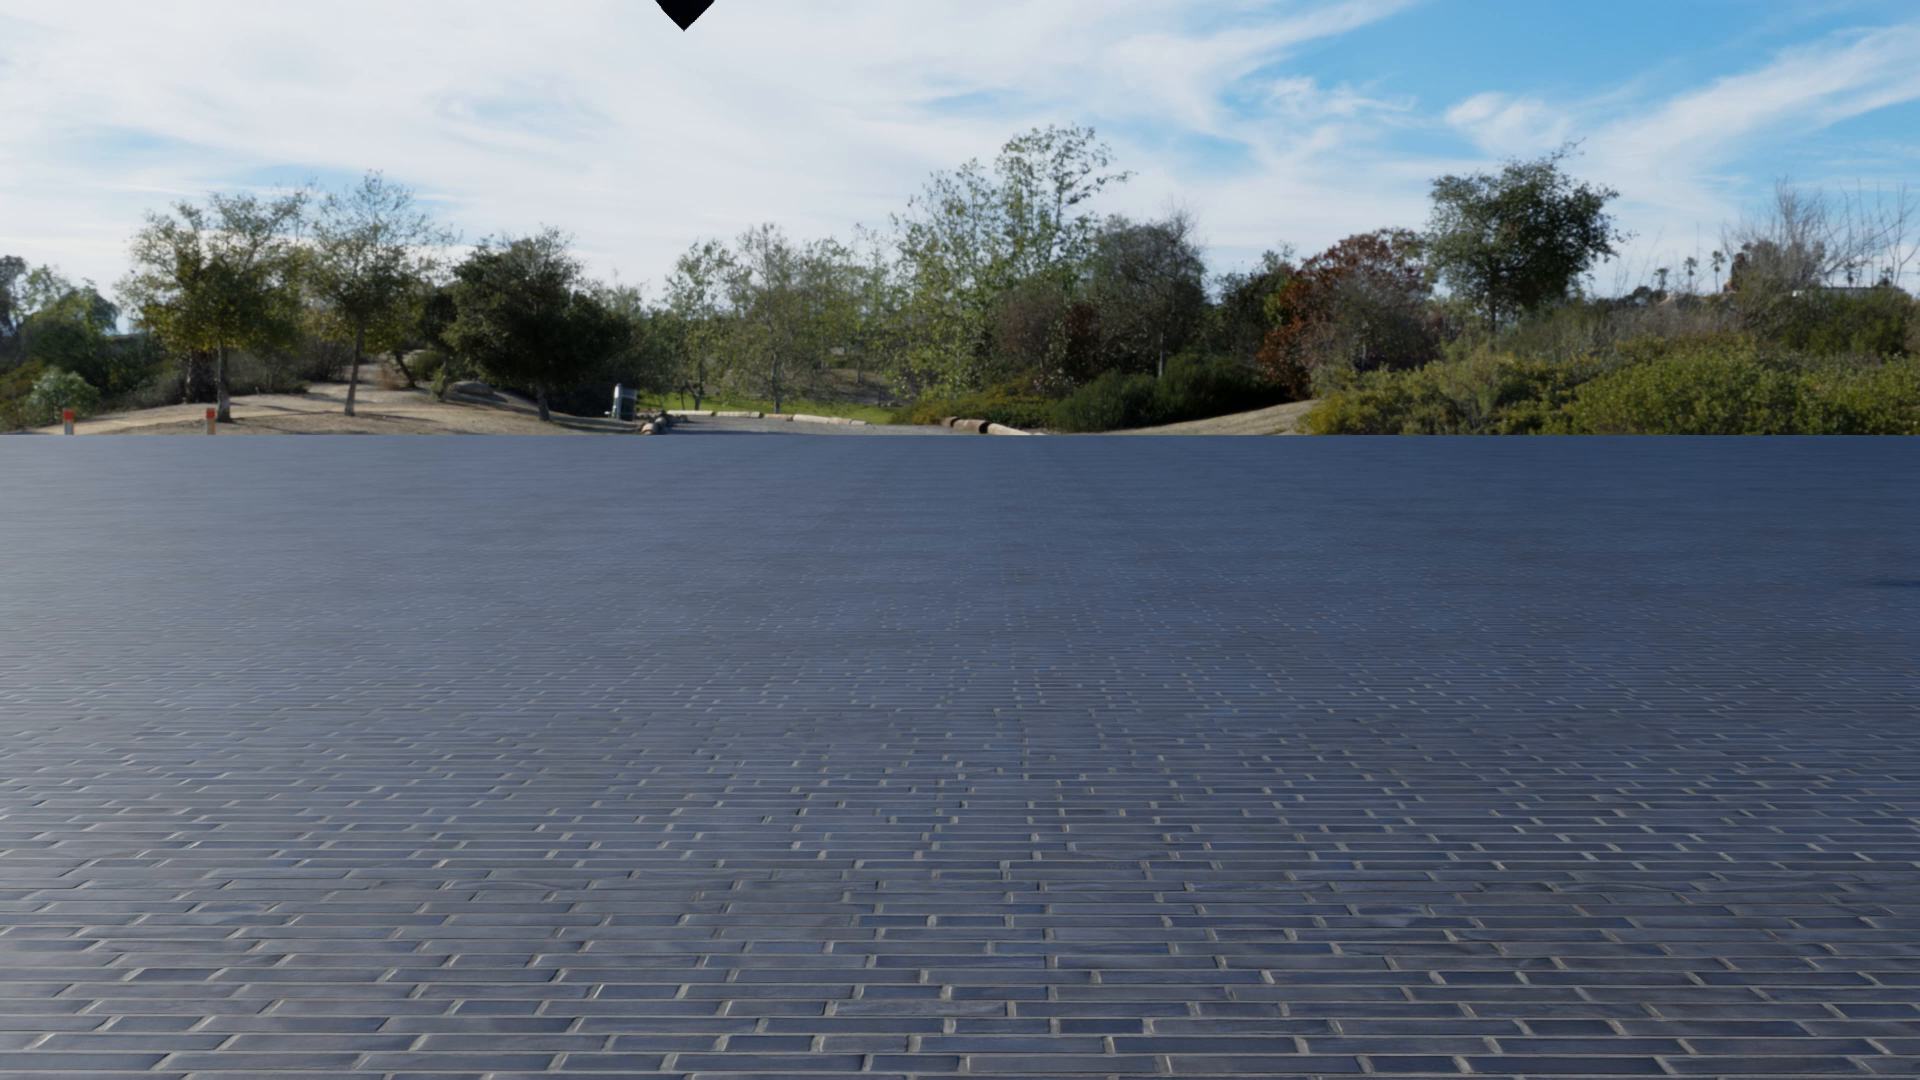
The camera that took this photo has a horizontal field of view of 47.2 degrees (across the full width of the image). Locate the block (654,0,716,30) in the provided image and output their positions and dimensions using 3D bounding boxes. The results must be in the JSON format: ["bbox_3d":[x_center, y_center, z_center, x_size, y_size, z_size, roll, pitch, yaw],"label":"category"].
[{"bbox_3d":[-0.936,-1.898,7.500,0.213,0.212,0.181,-41,17,10],"label":"block"}]
